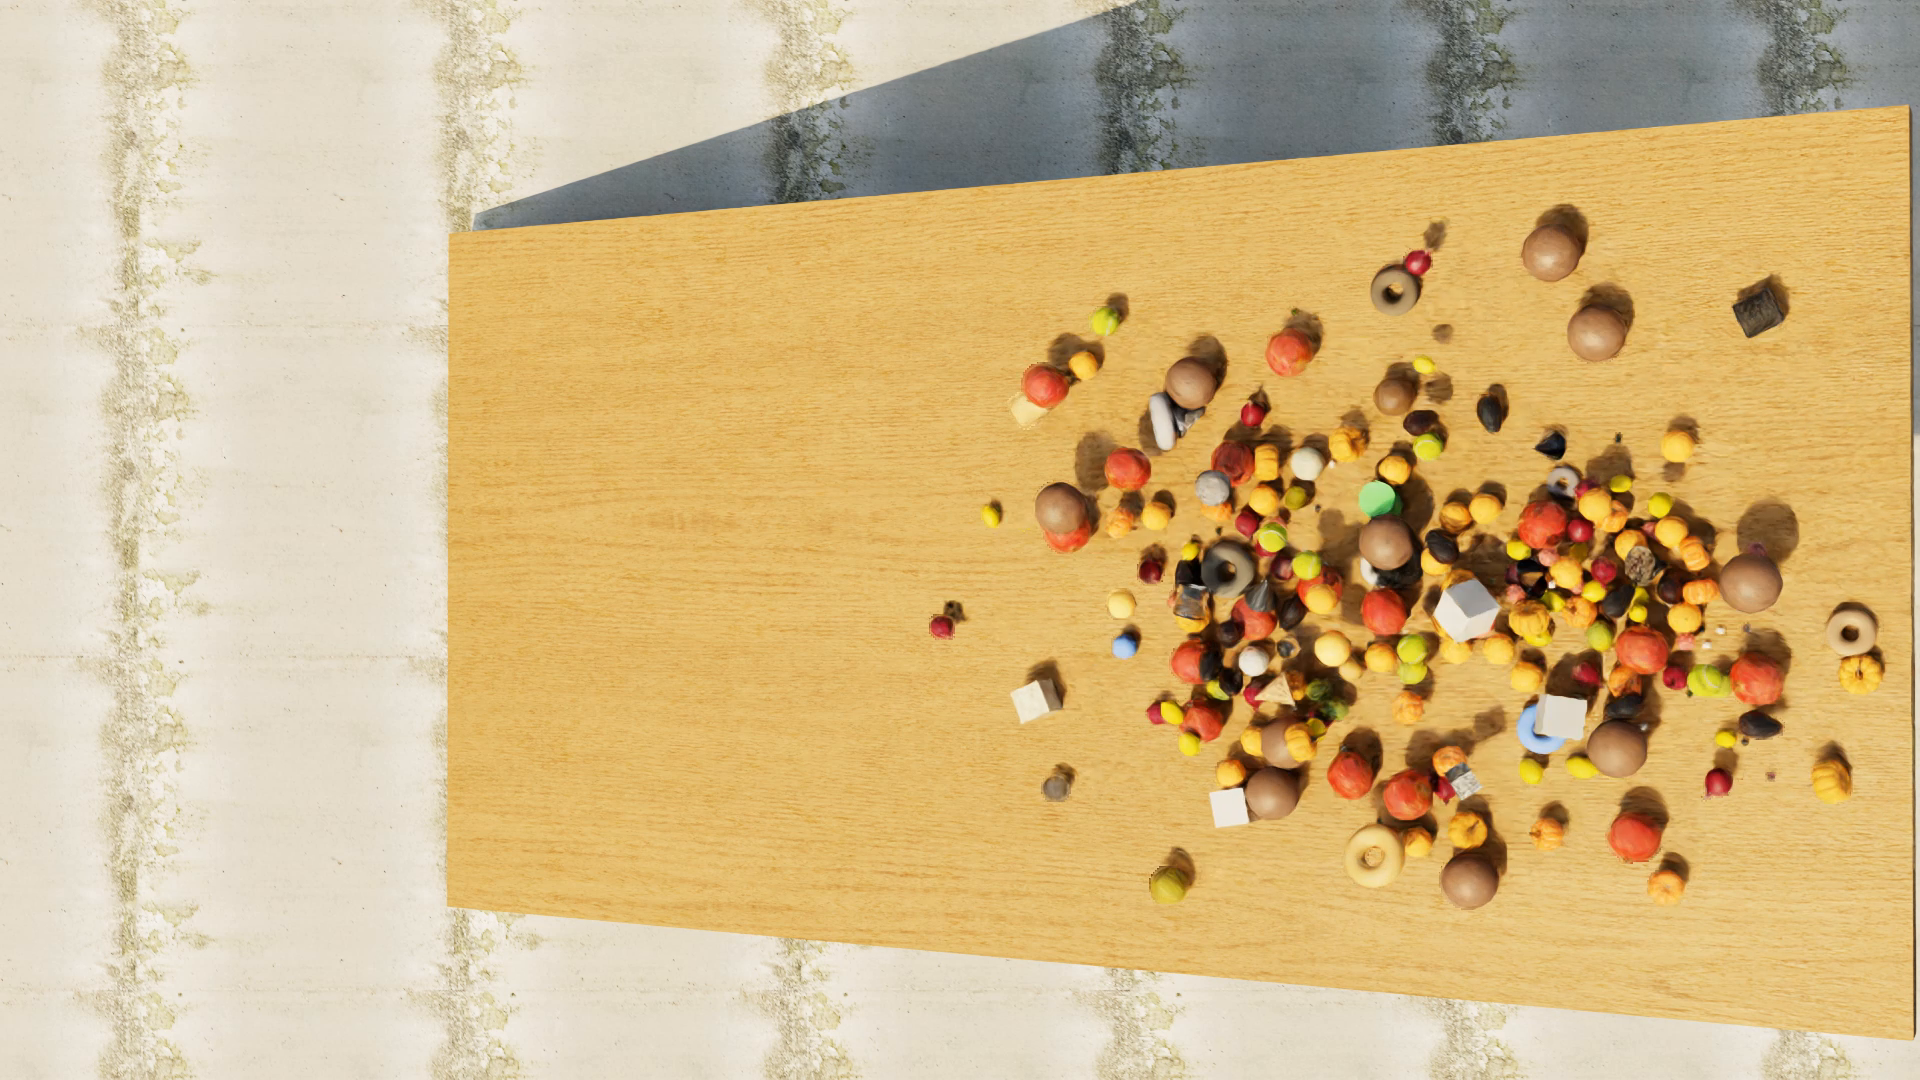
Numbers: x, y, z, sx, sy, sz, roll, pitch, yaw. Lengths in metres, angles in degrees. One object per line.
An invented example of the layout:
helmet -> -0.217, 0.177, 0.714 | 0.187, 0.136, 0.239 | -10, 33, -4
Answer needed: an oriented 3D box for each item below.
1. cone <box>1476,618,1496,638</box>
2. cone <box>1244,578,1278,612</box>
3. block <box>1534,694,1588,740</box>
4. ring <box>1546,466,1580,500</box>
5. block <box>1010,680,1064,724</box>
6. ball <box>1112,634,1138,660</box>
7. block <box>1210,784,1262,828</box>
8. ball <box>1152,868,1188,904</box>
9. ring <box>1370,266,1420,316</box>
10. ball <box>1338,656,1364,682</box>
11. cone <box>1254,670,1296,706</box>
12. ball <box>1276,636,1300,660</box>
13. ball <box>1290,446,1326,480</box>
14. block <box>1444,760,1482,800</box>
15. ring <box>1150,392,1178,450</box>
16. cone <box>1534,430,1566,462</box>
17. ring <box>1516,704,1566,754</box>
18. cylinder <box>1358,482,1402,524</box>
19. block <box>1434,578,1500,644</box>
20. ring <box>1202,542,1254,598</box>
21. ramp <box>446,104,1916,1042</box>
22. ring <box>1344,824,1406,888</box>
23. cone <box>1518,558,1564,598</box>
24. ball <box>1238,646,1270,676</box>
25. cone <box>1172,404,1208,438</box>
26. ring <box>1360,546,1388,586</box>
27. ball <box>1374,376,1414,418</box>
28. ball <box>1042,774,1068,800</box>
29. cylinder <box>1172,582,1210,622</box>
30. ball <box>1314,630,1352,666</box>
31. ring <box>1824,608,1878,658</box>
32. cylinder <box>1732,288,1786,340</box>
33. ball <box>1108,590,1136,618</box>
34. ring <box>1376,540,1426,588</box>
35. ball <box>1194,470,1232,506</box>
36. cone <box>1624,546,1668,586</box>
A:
cone -> 1.185, 0.176, 5.075 | 0.077, 0.077, 0.077 | -20, 53, 29
cone -> 0.725, 0.116, 5.245 | 0.081, 0.081, 0.081 | 2, 52, -3
block -> 1.353, 0.399, 4.955 | 0.090, 0.090, 0.090 | 9, 88, 4
ring -> 1.379, -0.130, 5.022 | 0.078, 0.026, 0.078 | -2, 86, 28
block -> 0.195, 0.411, 5.595 | 0.084, 0.084, 0.084 | -27, 78, 25
ball -> 0.412, 0.268, 5.497 | 0.062, 0.062, 0.062 | 0, 89, 0
block -> 0.670, 0.646, 5.346 | 0.086, 0.086, 0.086 | -13, 84, 27
ball -> 0.517, 0.853, 5.420 | 0.091, 0.091, 0.091 | 0, 89, 0
ring -> 1.029, -0.589, 5.200 | 0.121, 0.040, 0.121 | 1, 91, 31
ball -> 0.931, 0.307, 5.230 | 0.060, 0.060, 0.060 | 0, 89, 0
cone -> 0.736, 0.362, 5.194 | 0.089, 0.089, 0.089 | -20, 89, 12
ball -> 0.789, 0.259, 5.282 | 0.056, 0.056, 0.056 | 0, 89, 0
ball -> 0.834, -0.183, 5.273 | 0.081, 0.081, 0.081 | 0, 89, 0
block -> 1.135, 0.543, 4.963 | 0.054, 0.054, 0.054 | -35, 107, 6
ring -> 0.499, -0.292, 5.405 | 0.049, 0.146, 0.146 | -12, 89, 0
cone -> 1.328, -0.211, 5.010 | 0.072, 0.072, 0.072 | -9, 89, -38
ring -> 1.332, 0.430, 5.024 | 0.116, 0.039, 0.116 | -2, 82, 15
cylinder -> 0.990, -0.089, 5.178 | 0.086, 0.086, 0.086 | -4, 79, 22
block -> 1.148, 0.160, 4.984 | 0.092, 0.092, 0.092 | -18, 54, -22
ring -> 0.655, 0.075, 5.383 | 0.139, 0.046, 0.139 | -1, 88, 28
ramp -> 0.278, 0.078, 5.660 | 4.000, 0.100, 2.000 | 0, 89, 27
ring -> 0.956, 0.728, 5.067 | 0.150, 0.050, 0.150 | -16, 60, 29
cone -> 1.336, 0.073, 4.996 | 0.097, 0.097, 0.097 | -19, 89, -23
ball -> 0.713, 0.293, 5.334 | 0.075, 0.075, 0.075 | 0, 89, 0
cone -> 0.572, -0.309, 5.433 | 0.090, 0.090, 0.090 | -21, 89, -2
ring -> 0.995, 0.062, 5.216 | 0.094, 0.031, 0.094 | 0, 90, 29
ball -> 1.021, -0.337, 5.170 | 0.096, 0.096, 0.096 | 0, 89, 0
ball -> 0.243, 0.629, 5.578 | 0.066, 0.066, 0.066 | 0, 89, 0
cylinder -> 0.559, 0.149, 5.317 | 0.076, 0.076, 0.076 | 10, 102, 0
ball -> 0.872, 0.253, 5.138 | 0.085, 0.085, 0.085 | 0, 89, 0
ring -> 1.916, 0.200, 4.729 | 0.106, 0.035, 0.106 | -5, 78, 24
cylinder -> 1.745, -0.494, 4.805 | 0.083, 0.083, 0.083 | -28, 89, 24
ball -> 0.395, 0.157, 5.367 | 0.070, 0.070, 0.070 | 0, 89, 0
ring -> 1.035, 0.055, 5.167 | 0.116, 0.039, 0.116 | -1, 75, 2
ball -> 0.603, -0.125, 5.236 | 0.088, 0.088, 0.088 | 0, 89, 0
cone -> 1.545, 0.056, 4.894 | 0.090, 0.090, 0.090 | -3, 89, -31
